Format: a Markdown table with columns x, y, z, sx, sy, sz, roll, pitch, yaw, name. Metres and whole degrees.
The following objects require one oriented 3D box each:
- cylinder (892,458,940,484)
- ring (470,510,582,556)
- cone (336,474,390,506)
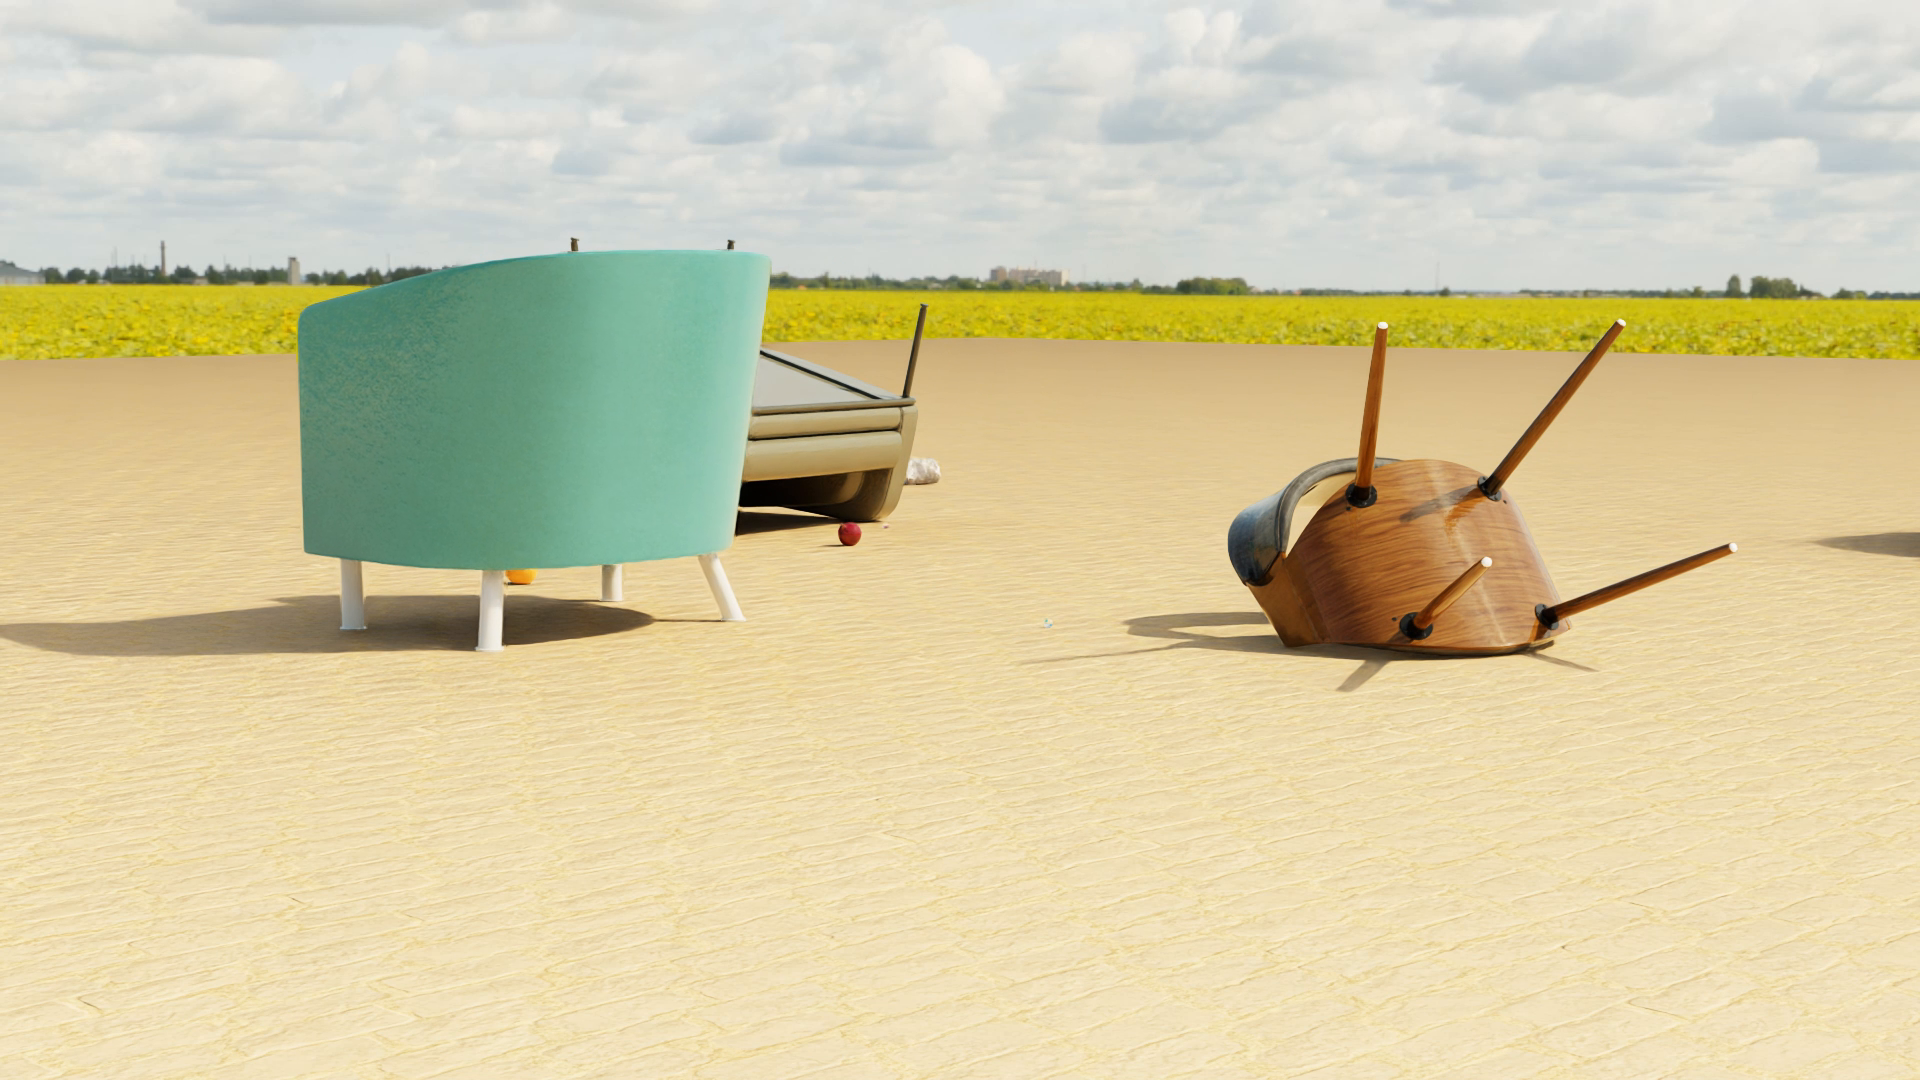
| x | y | z | sx | sy | sz | roll | pitch | yaw | name |
| --- | --- | --- | --- | --- | --- | --- | --- | --- | --- |
| -0.138 | -0.218 | 8.126 | 0.111 | 0.080 | 0.121 | -3 | 17 | -25 | cylinder |
| -1.039 | -0.018 | 6.145 | 0.264 | 0.092 | 0.272 | 6 | 9 | 40 | ring |
| -1.734 | -0.123 | 7.400 | 0.162 | 0.094 | 0.095 | 1 | 33 | 4 | cone |
